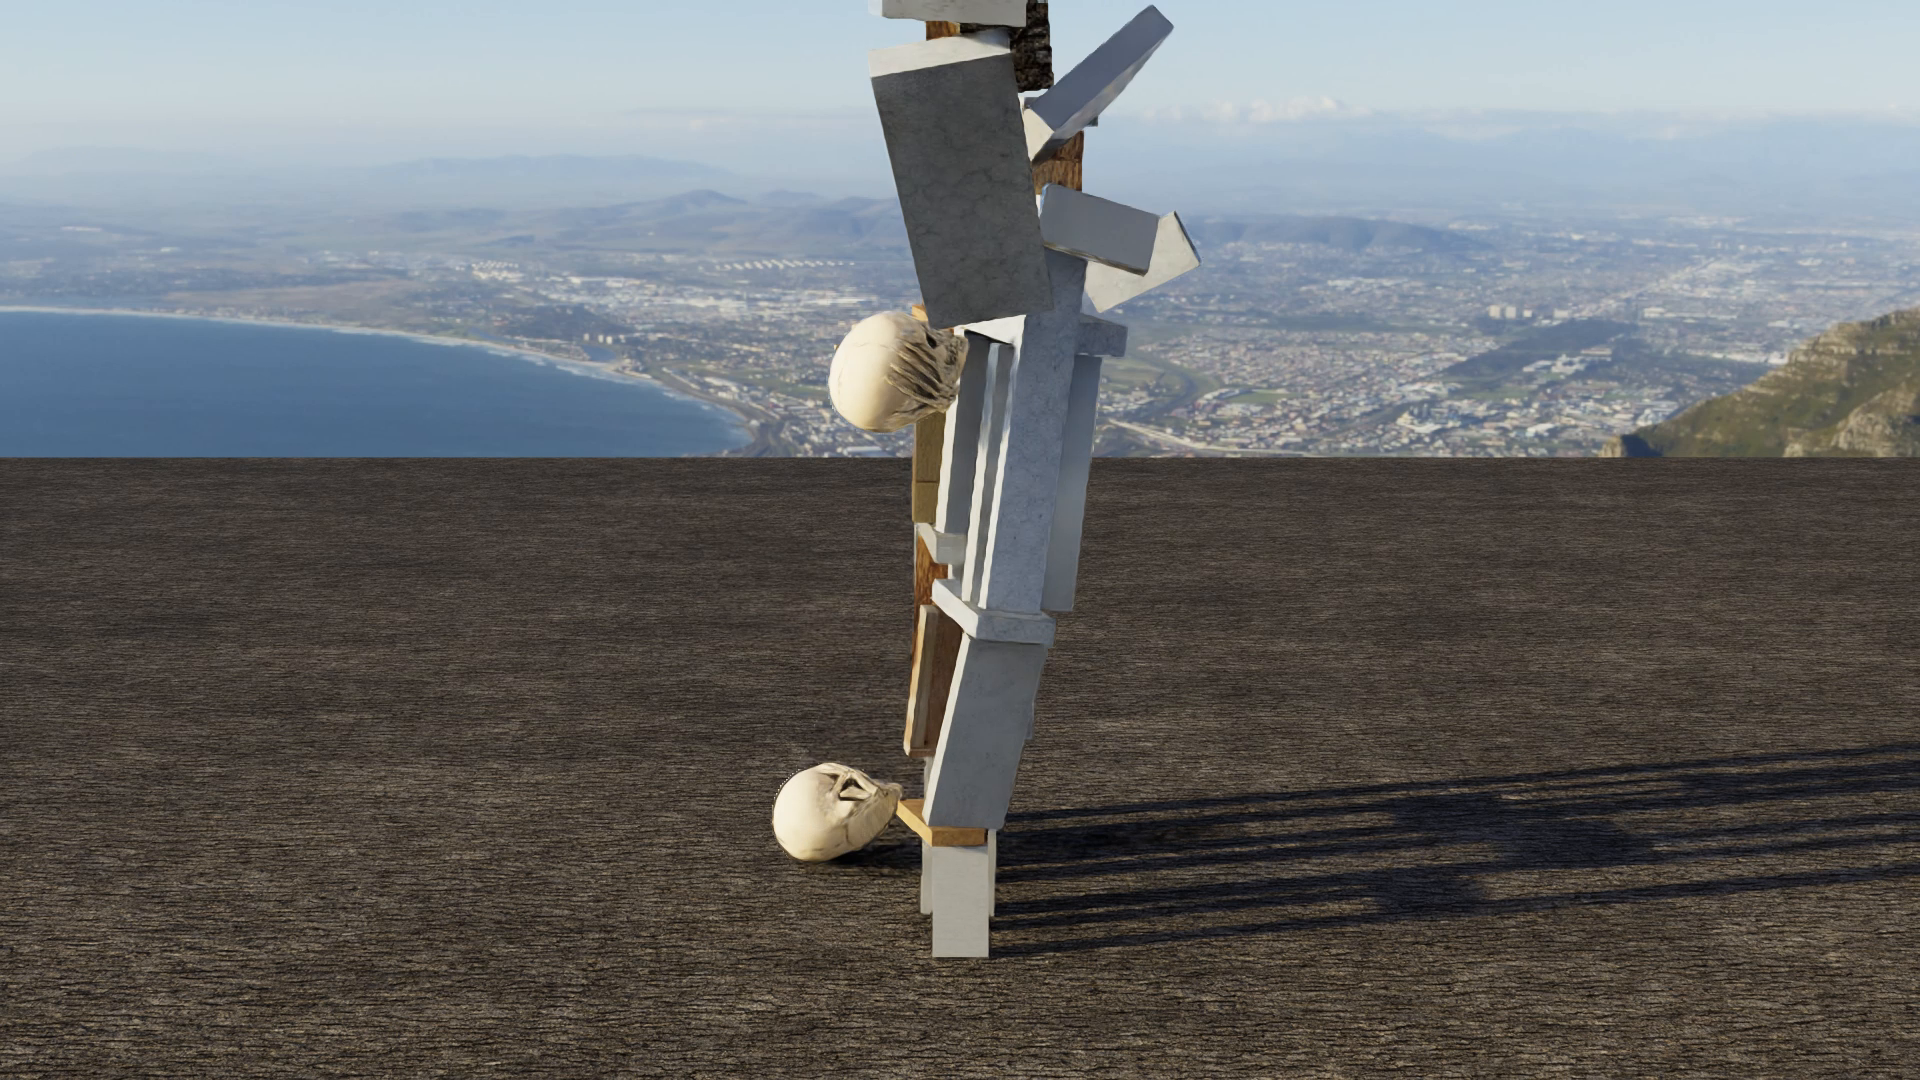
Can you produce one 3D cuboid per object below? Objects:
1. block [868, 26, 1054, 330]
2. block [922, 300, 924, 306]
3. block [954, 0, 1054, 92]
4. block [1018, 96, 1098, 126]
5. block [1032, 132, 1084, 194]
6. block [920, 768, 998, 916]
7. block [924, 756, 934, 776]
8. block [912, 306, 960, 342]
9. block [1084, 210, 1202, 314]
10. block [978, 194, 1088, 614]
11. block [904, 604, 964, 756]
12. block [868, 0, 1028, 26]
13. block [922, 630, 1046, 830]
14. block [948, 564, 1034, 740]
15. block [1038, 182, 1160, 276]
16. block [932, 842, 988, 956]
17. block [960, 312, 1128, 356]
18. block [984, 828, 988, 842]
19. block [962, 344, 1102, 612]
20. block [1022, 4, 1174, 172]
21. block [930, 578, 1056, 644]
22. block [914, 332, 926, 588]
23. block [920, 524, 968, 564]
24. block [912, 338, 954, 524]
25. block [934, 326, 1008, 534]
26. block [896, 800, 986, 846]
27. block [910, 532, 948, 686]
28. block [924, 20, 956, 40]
[{"bbox_3d":[0.008,-0.461,2.876,0.174,0.463,0.049,-9,53,4],"label":"block"},{"bbox_3d":[0.000,-0.536,3.815,0.129,0.258,0.037,0,6,-6],"label":"block"},{"bbox_3d":[0.063,-0.840,3.426,0.141,0.283,0.040,-9,20,-10],"label":"block"},{"bbox_3d":[0.087,-0.678,3.482,0.137,0.039,0.274,-4,11,-30],"label":"block"},{"bbox_3d":[0.114,-0.497,3.386,0.137,0.274,0.039,3,-1,-20],"label":"block"},{"bbox_3d":[0.000,0.487,3.559,0.119,0.238,0.034,2,10,1],"label":"block"},{"bbox_3d":[0.002,0.338,3.617,0.119,0.034,0.238,1,10,-3],"label":"block"},{"bbox_3d":[0.008,-0.363,3.686,0.149,0.042,0.299,0,9,-7],"label":"block"},{"bbox_3d":[0.265,-0.417,3.303,0.173,0.086,0.024,-24,15,21],"label":"block"},{"bbox_3d":[0.112,-0.195,3.197,0.086,0.602,0.024,7,2,-22],"label":"block"},{"bbox_3d":[-0.013,0.222,3.456,0.121,0.243,0.034,2,18,-17],"label":"block"},{"bbox_3d":[-0.021,-0.688,2.797,0.174,0.049,0.348,2,14,-6],"label":"block"},{"bbox_3d":[0.035,0.289,3.320,0.121,0.319,0.034,5,24,-18],"label":"block"},{"bbox_3d":[0.050,0.177,3.586,0.148,0.296,0.042,1,10,-12],"label":"block"},{"bbox_3d":[0.195,-0.446,3.155,0.173,0.086,0.024,15,-11,-12],"label":"block"},{"bbox_3d":[0.001,0.554,3.387,0.086,0.172,0.024,0,3,1],"label":"block"},{"bbox_3d":[0.116,-0.331,3.377,0.162,0.046,0.323,3,11,-21],"label":"block"},{"bbox_3d":[0.001,0.534,3.497,0.086,0.172,0.024,0,5,0],"label":"block"},{"bbox_3d":[0.107,-0.092,3.284,0.162,0.384,0.046,6,2,-17],"label":"block"},{"bbox_3d":[0.164,-0.628,3.161,0.348,0.049,0.174,-46,0,-40],"label":"block"},{"bbox_3d":[0.048,0.107,3.332,0.122,0.034,0.243,5,11,-18],"label":"block"},{"bbox_3d":[-0.004,-0.082,3.826,0.149,0.557,0.042,-1,9,-6],"label":"block"},{"bbox_3d":[0.020,-0.008,3.644,0.148,0.042,0.296,2,10,-7],"label":"block"},{"bbox_3d":[0.000,-0.178,3.609,0.149,0.299,0.042,0,10,-8],"label":"block"},{"bbox_3d":[0.059,-0.169,3.494,0.162,0.323,0.046,3,8,-20],"label":"block"},{"bbox_3d":[-0.031,0.441,3.437,0.086,0.024,0.172,1,9,-20],"label":"block"},{"bbox_3d":[-0.007,0.161,3.774,0.148,0.337,0.042,3,9,-1],"label":"block"},{"bbox_3d":[0.014,-0.846,3.619,0.141,0.328,0.040,-2,12,-3],"label":"block"}]
